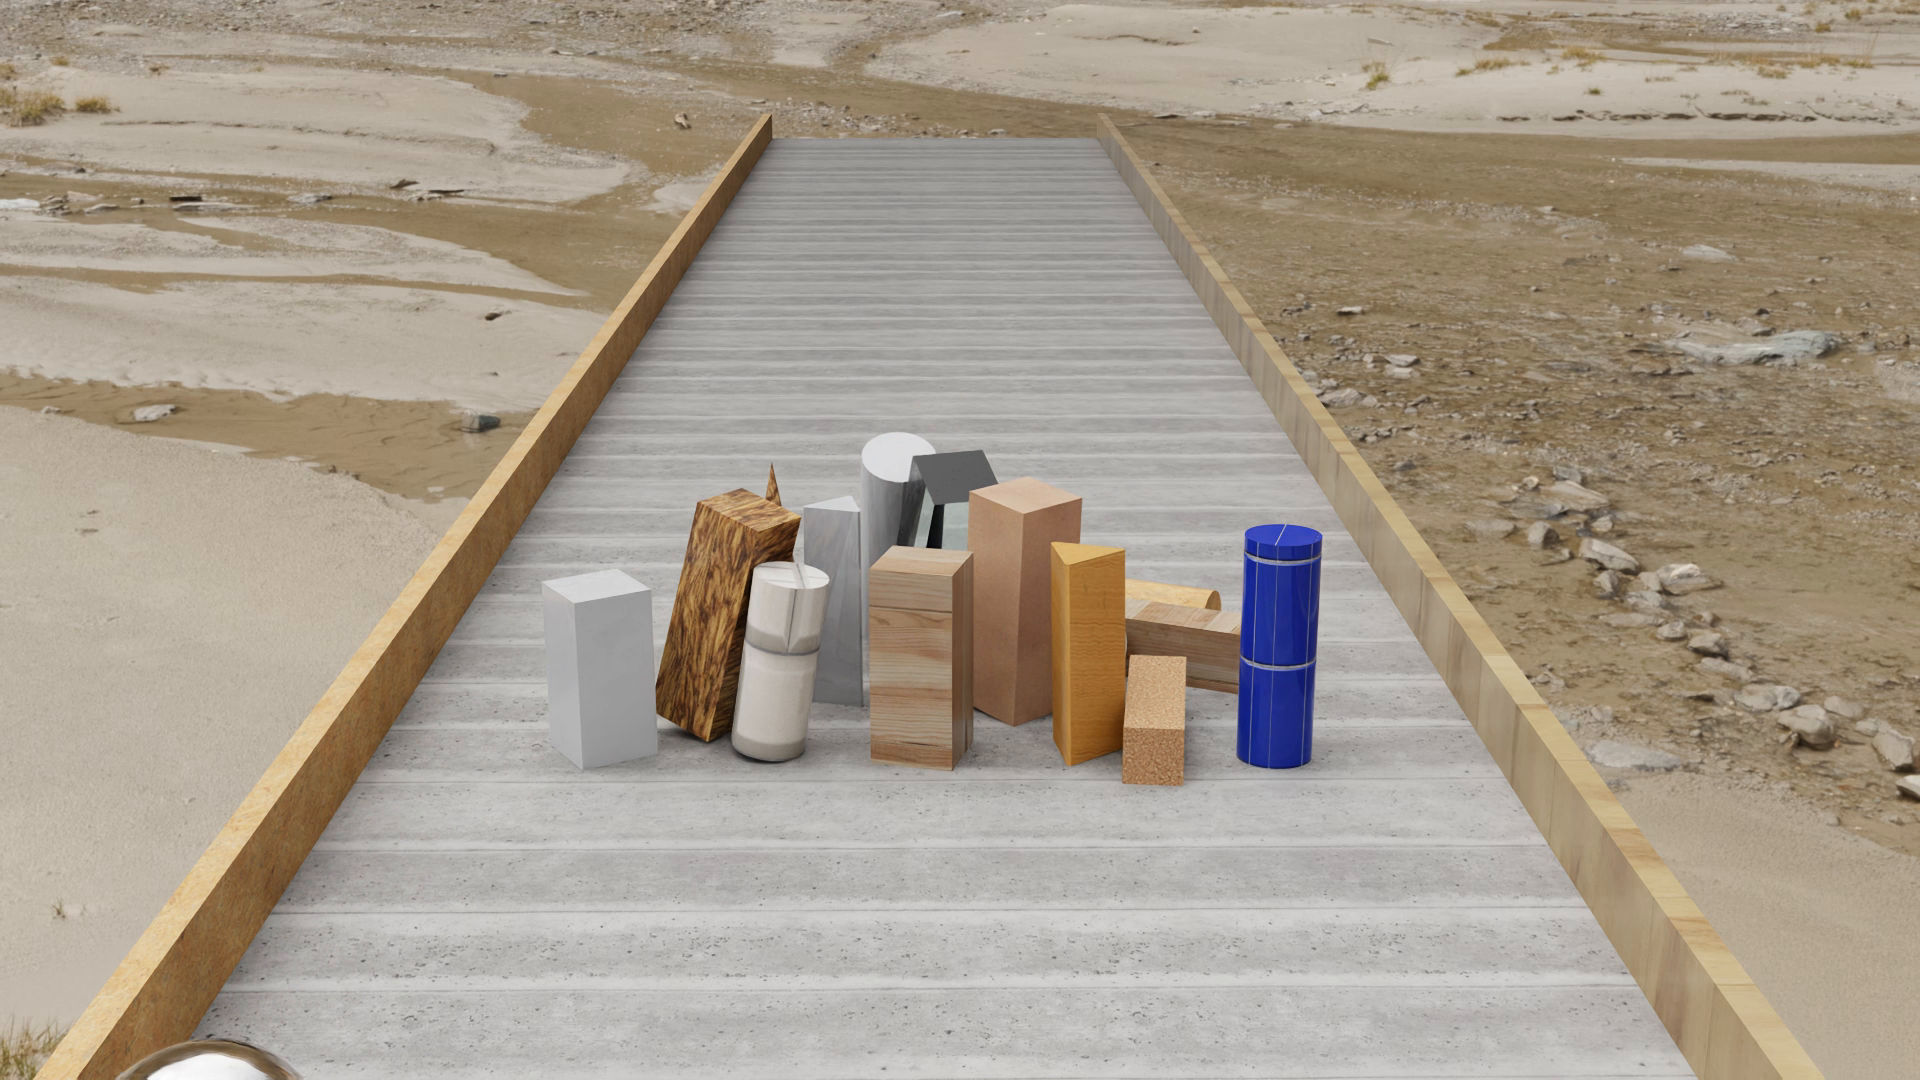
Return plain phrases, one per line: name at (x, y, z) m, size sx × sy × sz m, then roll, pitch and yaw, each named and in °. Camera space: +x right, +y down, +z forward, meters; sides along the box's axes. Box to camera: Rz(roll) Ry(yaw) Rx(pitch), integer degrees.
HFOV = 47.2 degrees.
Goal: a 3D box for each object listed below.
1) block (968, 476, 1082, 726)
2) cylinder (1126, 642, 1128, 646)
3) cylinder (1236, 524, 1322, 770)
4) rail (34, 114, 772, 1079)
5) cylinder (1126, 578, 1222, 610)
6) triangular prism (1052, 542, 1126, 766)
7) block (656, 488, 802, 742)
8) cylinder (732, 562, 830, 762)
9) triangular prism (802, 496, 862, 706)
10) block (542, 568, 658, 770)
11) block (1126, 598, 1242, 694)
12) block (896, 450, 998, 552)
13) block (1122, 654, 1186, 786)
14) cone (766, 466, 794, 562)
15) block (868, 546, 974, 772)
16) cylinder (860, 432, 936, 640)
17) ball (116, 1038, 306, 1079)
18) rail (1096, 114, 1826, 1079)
block at (0.113, 0.113, 4.087) m, size 0.146 × 0.420 × 0.146 m, roll -15°, pitch 27°, yaw -39°
cylinder at (0.136, 0.163, 4.389) m, size 0.166 × 0.166 × 0.436 m, roll -10°, pitch 19°, yaw -31°
cylinder at (0.561, 0.188, 3.871) m, size 0.134 × 0.411 × 0.134 m, roll 0°, pitch 17°, yaw 0°
rail at (-1.118, -0.838, 7.780) m, size 0.050 × 0.150 × 12.000 m, roll 0°, pitch 17°, yaw -1°
cylinder at (0.366, 0.147, 4.509) m, size 0.314 × 0.128 × 0.128 m, roll 7°, pitch 18°, yaw 23°
triangular prism at (0.205, 0.195, 3.915) m, size 0.135 × 0.373 × 0.117 m, roll -14°, pitch 21°, yaw -36°
block at (-0.426, 0.135, 3.985) m, size 0.135 × 0.423 × 0.135 m, roll 25°, pitch 23°, yaw 23°
cylinder at (-0.320, 0.215, 3.900) m, size 0.134 × 0.328 × 0.134 m, roll 8°, pitch 18°, yaw -3°
triangular prism at (-0.224, 0.113, 4.172) m, size 0.113 × 0.384 × 0.097 m, roll 5°, pitch 17°, yaw 18°
block at (-0.641, 0.228, 3.917) m, size 0.145 × 0.309 × 0.145 m, roll -10°, pitch 19°, yaw -31°
block at (0.465, 0.210, 4.307) m, size 0.346 × 0.121 × 0.121 m, roll 8°, pitch 18°, yaw 24°
block at (-0.036, 0.046, 4.259) m, size 0.140 × 0.447 × 0.140 m, roll -6°, pitch 44°, yaw -19°
block at (0.353, 0.321, 3.966) m, size 0.104 × 0.104 × 0.373 m, roll 2°, pitch 17°, yaw 6°
cone at (-0.367, 0.045, 4.352) m, size 0.162 × 0.413 × 0.162 m, roll 0°, pitch 17°, yaw 0°
block at (-0.067, 0.208, 3.896) m, size 0.149 × 0.360 × 0.149 m, roll 4°, pitch 17°, yaw 14°
cylinder at (-0.130, 0.004, 4.386) m, size 0.144 × 0.456 × 0.144 m, roll 2°, pitch 44°, yaw -2°
ball at (-0.833, 0.690, 2.424) m, size 0.274 × 0.274 × 0.274 m, roll 0°, pitch 17°, yaw 0°
rail at (0.932, -0.844, 7.801) m, size 0.050 × 0.150 × 12.000 m, roll 0°, pitch 17°, yaw -1°
